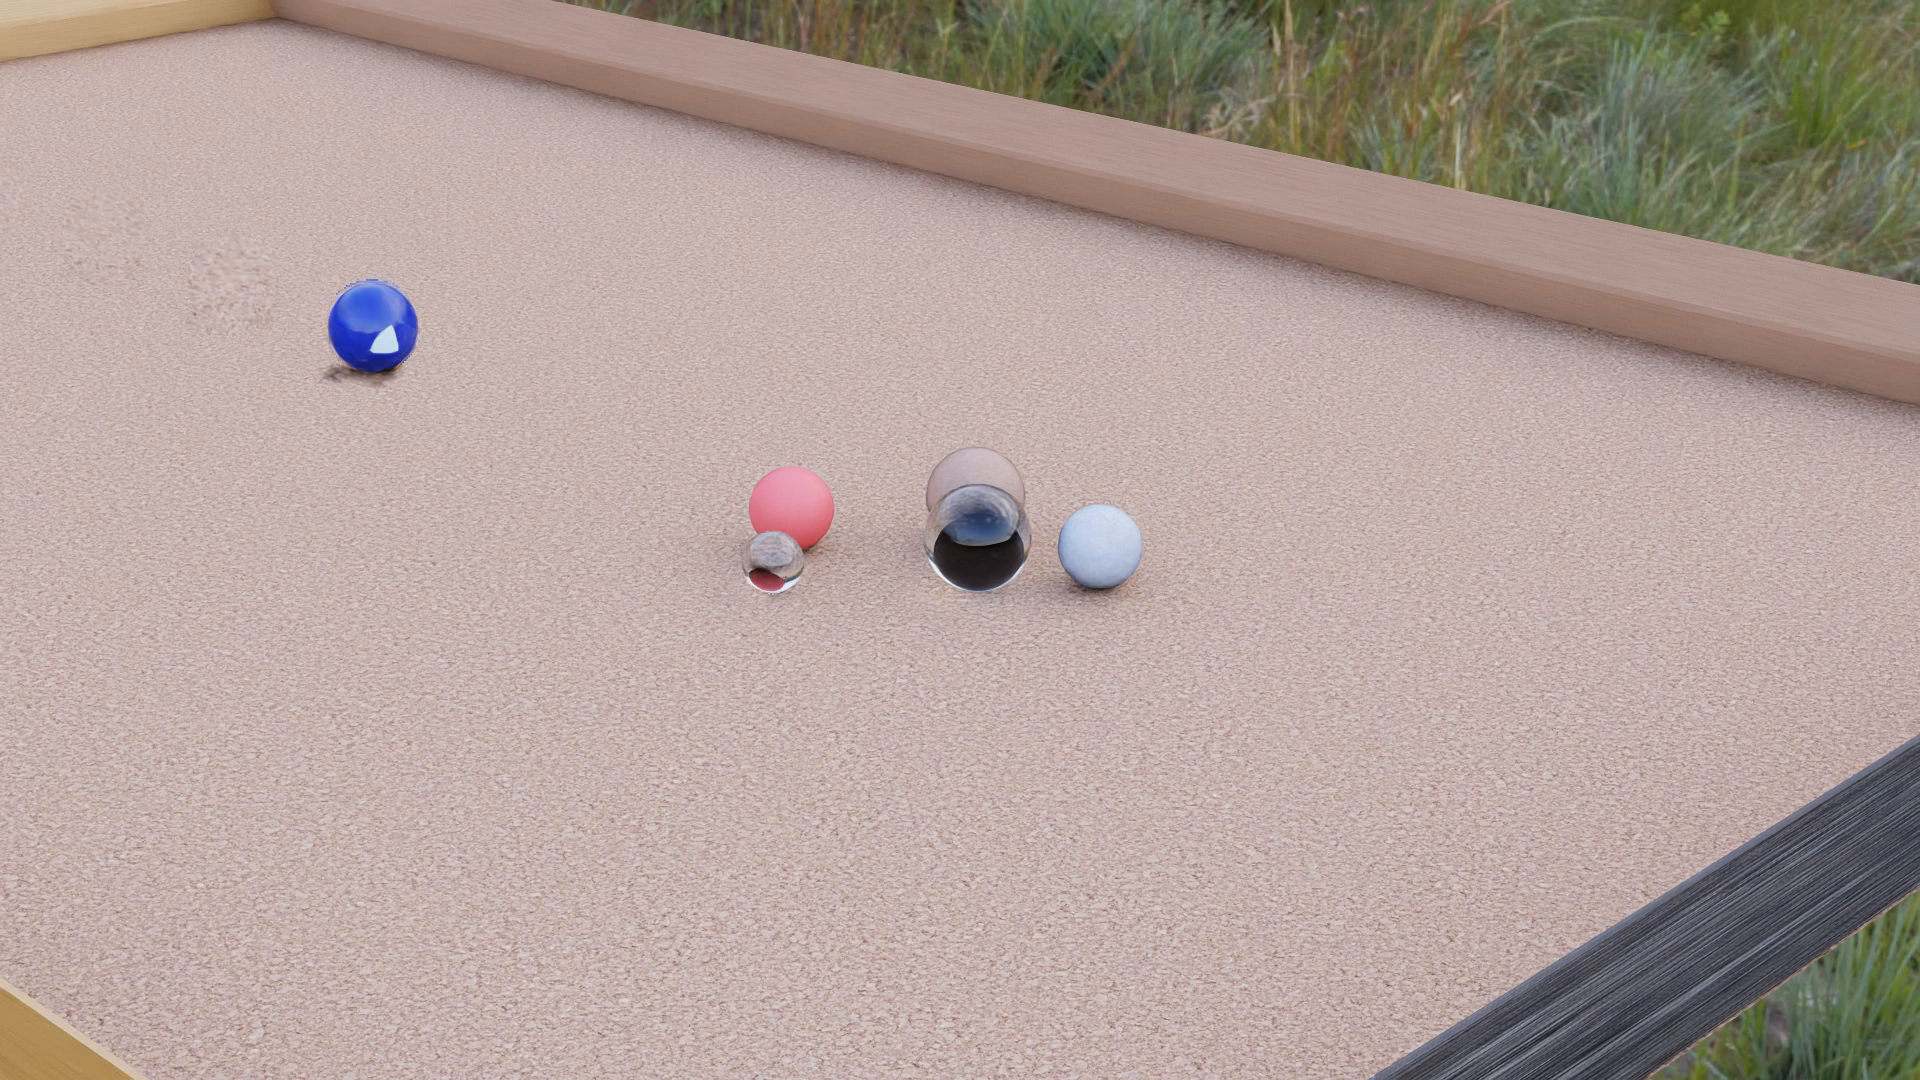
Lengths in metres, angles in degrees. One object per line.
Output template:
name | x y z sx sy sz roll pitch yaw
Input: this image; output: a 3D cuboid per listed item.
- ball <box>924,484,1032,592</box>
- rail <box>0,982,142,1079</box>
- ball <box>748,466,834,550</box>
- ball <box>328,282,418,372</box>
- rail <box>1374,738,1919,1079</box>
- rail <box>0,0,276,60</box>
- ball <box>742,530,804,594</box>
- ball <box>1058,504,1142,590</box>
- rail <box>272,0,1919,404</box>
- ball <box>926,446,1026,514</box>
ball | 0.016 -0.002 2.615 0.097 0.097 0.097 0 21 0
rail | -1.377 0.020 2.511 3.607 0.127 0.045 19 28 41
ball | -0.155 -0.029 2.710 0.079 0.079 0.079 0 21 0
ball | -0.642 -0.233 3.216 0.098 0.098 0.098 0 21 0
rail | 0.629 0.196 2.052 0.045 0.127 2.142 19 28 41
rail | -1.920 -0.693 4.372 0.045 0.127 2.142 19 28 41
ball | -0.166 0.019 2.617 0.056 0.056 0.056 0 21 0
ball | 0.125 0.006 2.623 0.076 0.076 0.076 0 21 0
rail | 0.085 -0.517 3.912 3.607 0.127 0.045 19 28 41
ball | 0.014 -0.040 2.721 0.092 0.092 0.092 0 21 0
